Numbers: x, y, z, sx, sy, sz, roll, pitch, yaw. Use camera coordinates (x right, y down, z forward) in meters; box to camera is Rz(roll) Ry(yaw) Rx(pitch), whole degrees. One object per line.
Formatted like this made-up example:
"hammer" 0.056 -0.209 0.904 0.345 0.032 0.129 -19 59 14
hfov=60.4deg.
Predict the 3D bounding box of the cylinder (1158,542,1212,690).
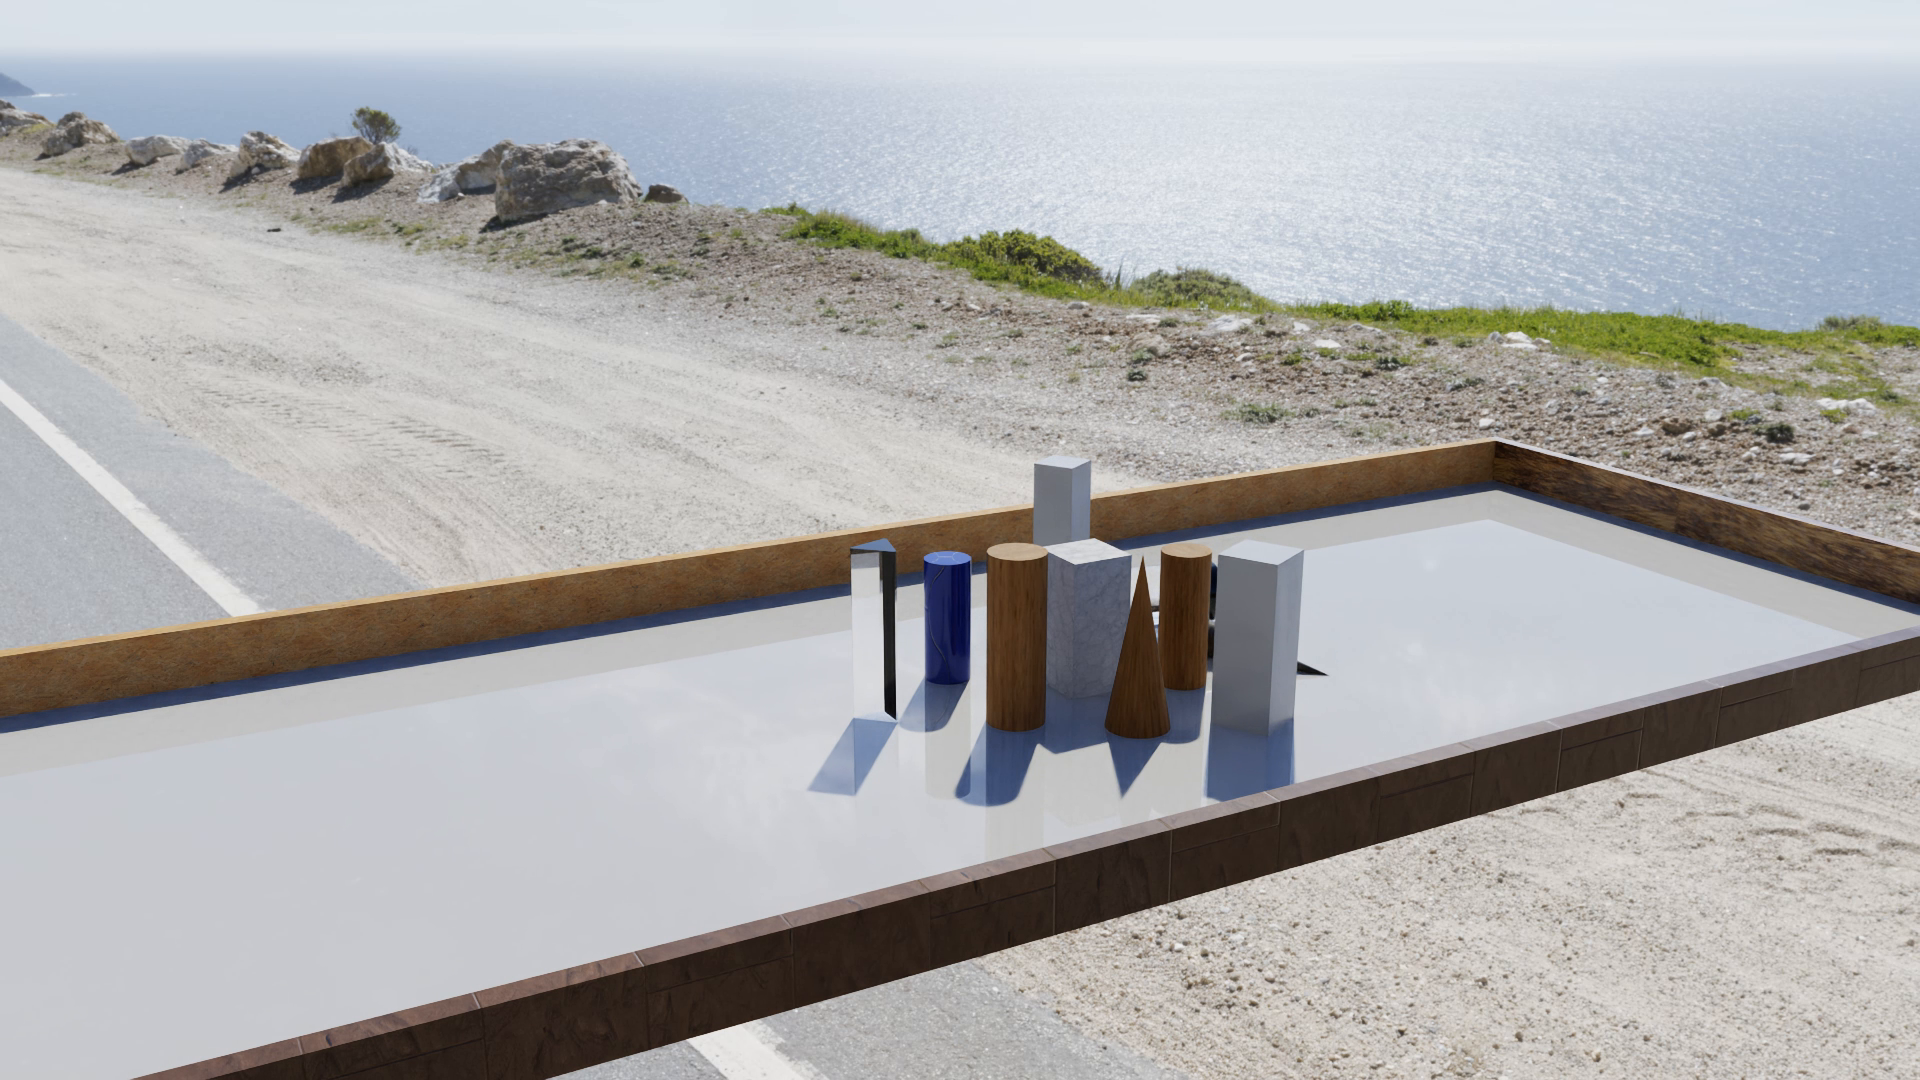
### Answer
"cylinder" 0.556 0.190 4.097 0.125 0.345 0.125 0 16 0

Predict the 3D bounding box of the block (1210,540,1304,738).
"block" 0.692 0.227 3.845 0.147 0.416 0.147 11 20 33

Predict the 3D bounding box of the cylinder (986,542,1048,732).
"cylinder" 0.132 0.226 3.846 0.140 0.417 0.140 0 16 0

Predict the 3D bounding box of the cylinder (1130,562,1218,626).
"cylinder" 0.495 0.156 4.532 0.424 0.165 0.165 -4 17 -15

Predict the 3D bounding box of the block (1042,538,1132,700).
"block" 0.306 0.193 4.087 0.164 0.345 0.164 -9 19 -28

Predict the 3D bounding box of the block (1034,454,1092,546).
"block" 0.283 -0.007 4.604 0.117 0.436 0.117 9 19 29

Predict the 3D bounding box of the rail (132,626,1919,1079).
"rail" -2.336 1.006 1.665 12.000 0.150 0.050 -9 18 -27

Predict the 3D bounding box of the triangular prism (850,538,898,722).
"triangular prism" -0.188 0.211 3.890 0.110 0.421 0.095 4 17 14

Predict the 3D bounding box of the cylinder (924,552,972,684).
"cylinder" -0.031 0.195 4.134 0.118 0.314 0.118 0 16 0

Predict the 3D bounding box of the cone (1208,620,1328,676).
"cone" 0.746 0.288 4.262 0.434 0.129 0.129 17 22 22

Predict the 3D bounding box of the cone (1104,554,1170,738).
"cone" 0.417 0.234 3.812 0.155 0.422 0.155 0 16 0

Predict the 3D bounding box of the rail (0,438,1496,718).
"rail" -3.305 0.497 3.399 12.000 0.150 0.050 -9 18 -27

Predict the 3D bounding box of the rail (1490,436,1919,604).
"rail" 2.466 -0.048 5.253 0.050 0.150 2.100 -9 18 -27
